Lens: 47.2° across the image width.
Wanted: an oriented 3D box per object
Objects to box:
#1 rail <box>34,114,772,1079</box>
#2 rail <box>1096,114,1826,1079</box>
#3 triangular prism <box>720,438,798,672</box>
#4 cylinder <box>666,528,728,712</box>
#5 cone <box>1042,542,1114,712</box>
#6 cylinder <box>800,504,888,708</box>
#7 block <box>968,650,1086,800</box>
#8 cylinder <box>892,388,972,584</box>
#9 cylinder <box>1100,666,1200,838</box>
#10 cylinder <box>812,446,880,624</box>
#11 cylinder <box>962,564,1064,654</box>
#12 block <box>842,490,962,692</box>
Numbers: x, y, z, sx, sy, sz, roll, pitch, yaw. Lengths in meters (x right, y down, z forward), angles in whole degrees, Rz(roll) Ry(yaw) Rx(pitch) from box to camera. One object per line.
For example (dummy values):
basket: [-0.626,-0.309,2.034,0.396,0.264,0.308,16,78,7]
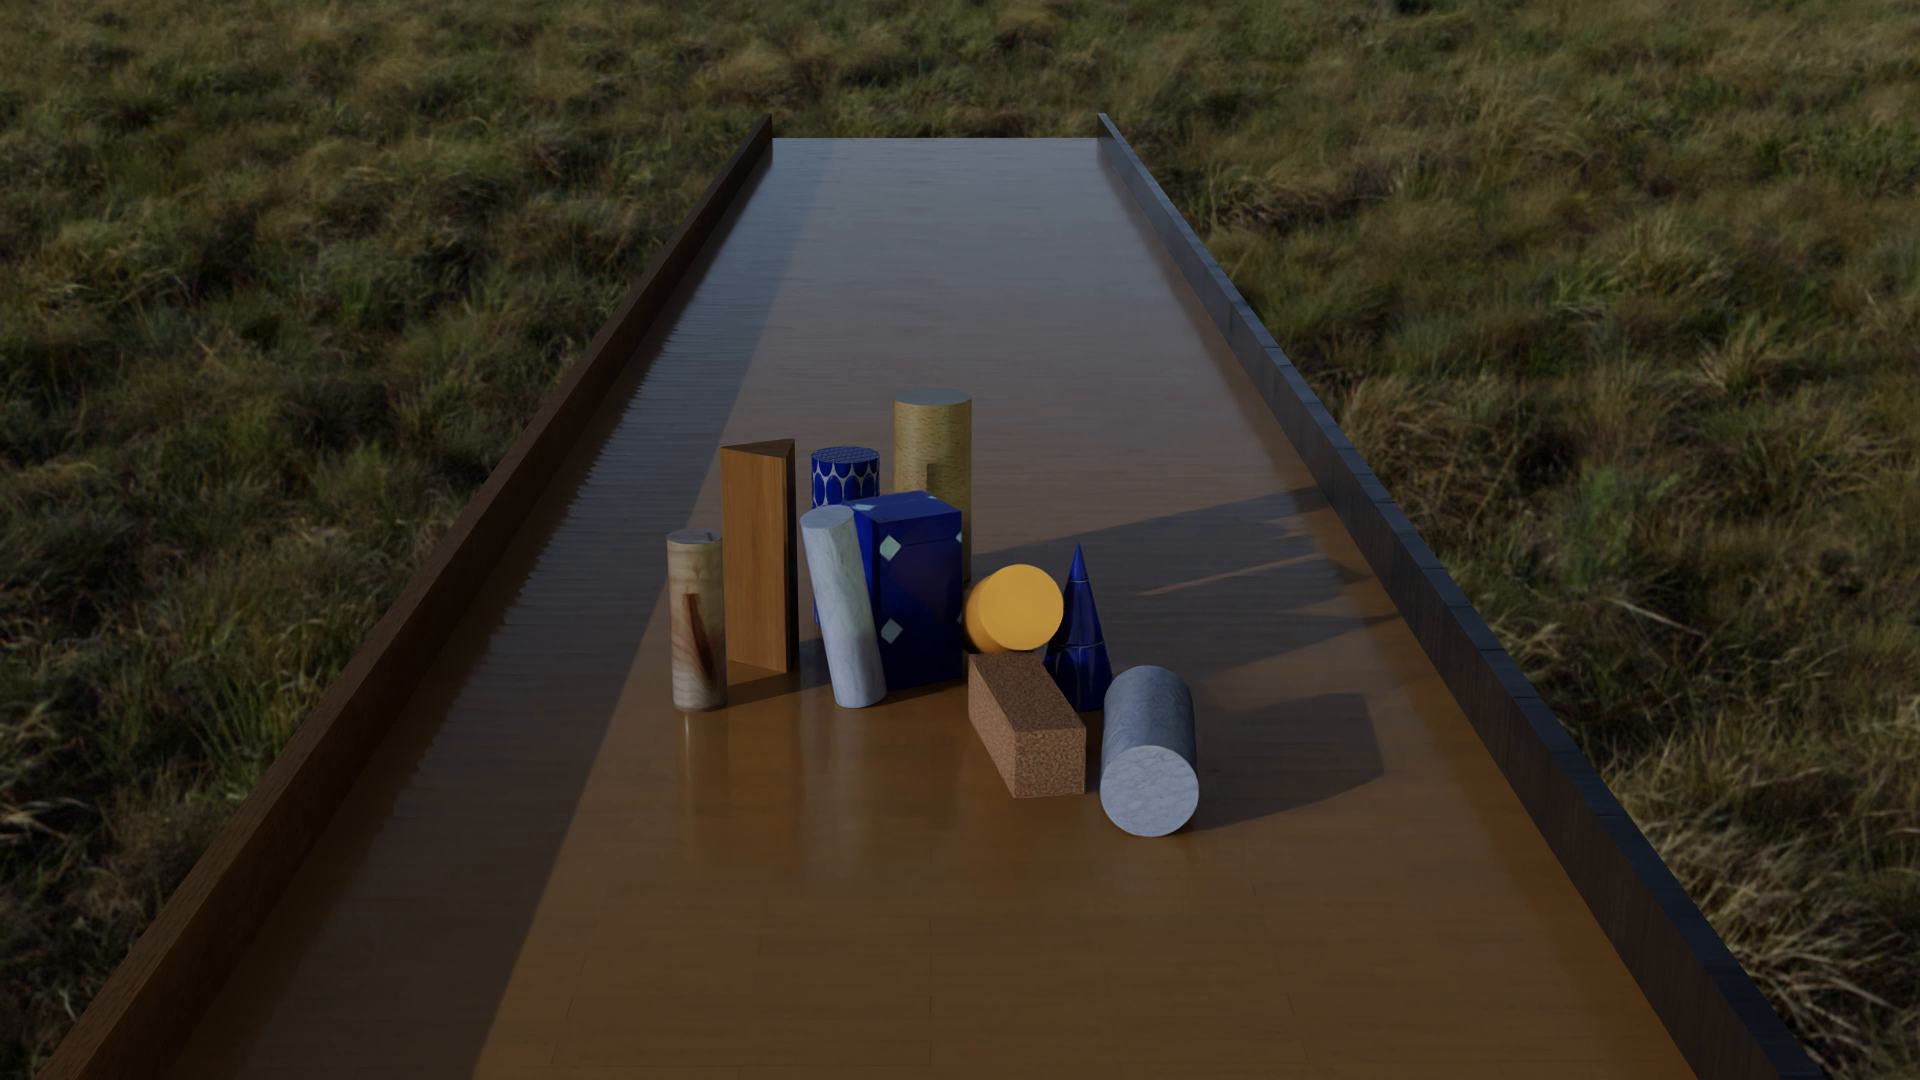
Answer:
rail: [-1.118,-0.838,7.780,0.050,0.150,12.000,0,17,-1]
rail: [0.932,-0.844,7.801,0.050,0.150,12.000,0,17,-1]
triangular prism: [-0.368,0.024,4.377,0.155,0.438,0.134,10,19,31]
cylinder: [-0.494,0.152,4.136,0.104,0.331,0.104,0,17,0]
cone: [0.223,0.151,4.169,0.164,0.312,0.164,0,17,0]
cylinder: [-0.217,0.126,4.118,0.101,0.378,0.101,-8,25,4]
block: [0.115,0.324,3.922,0.123,0.123,0.400,-3,17,-11]
cylinder: [-0.062,-0.115,4.884,0.175,0.416,0.175,0,17,0]
cylinder: [0.322,0.354,3.754,0.161,0.161,0.383,1,17,4]
cylinder: [-0.238,-0.005,4.614,0.143,0.359,0.143,0,17,0]
cylinder: [0.088,0.143,4.251,0.160,0.160,0.349,-3,-6,-9]
block: [-0.113,0.098,4.297,0.174,0.341,0.174,-9,19,-25]
